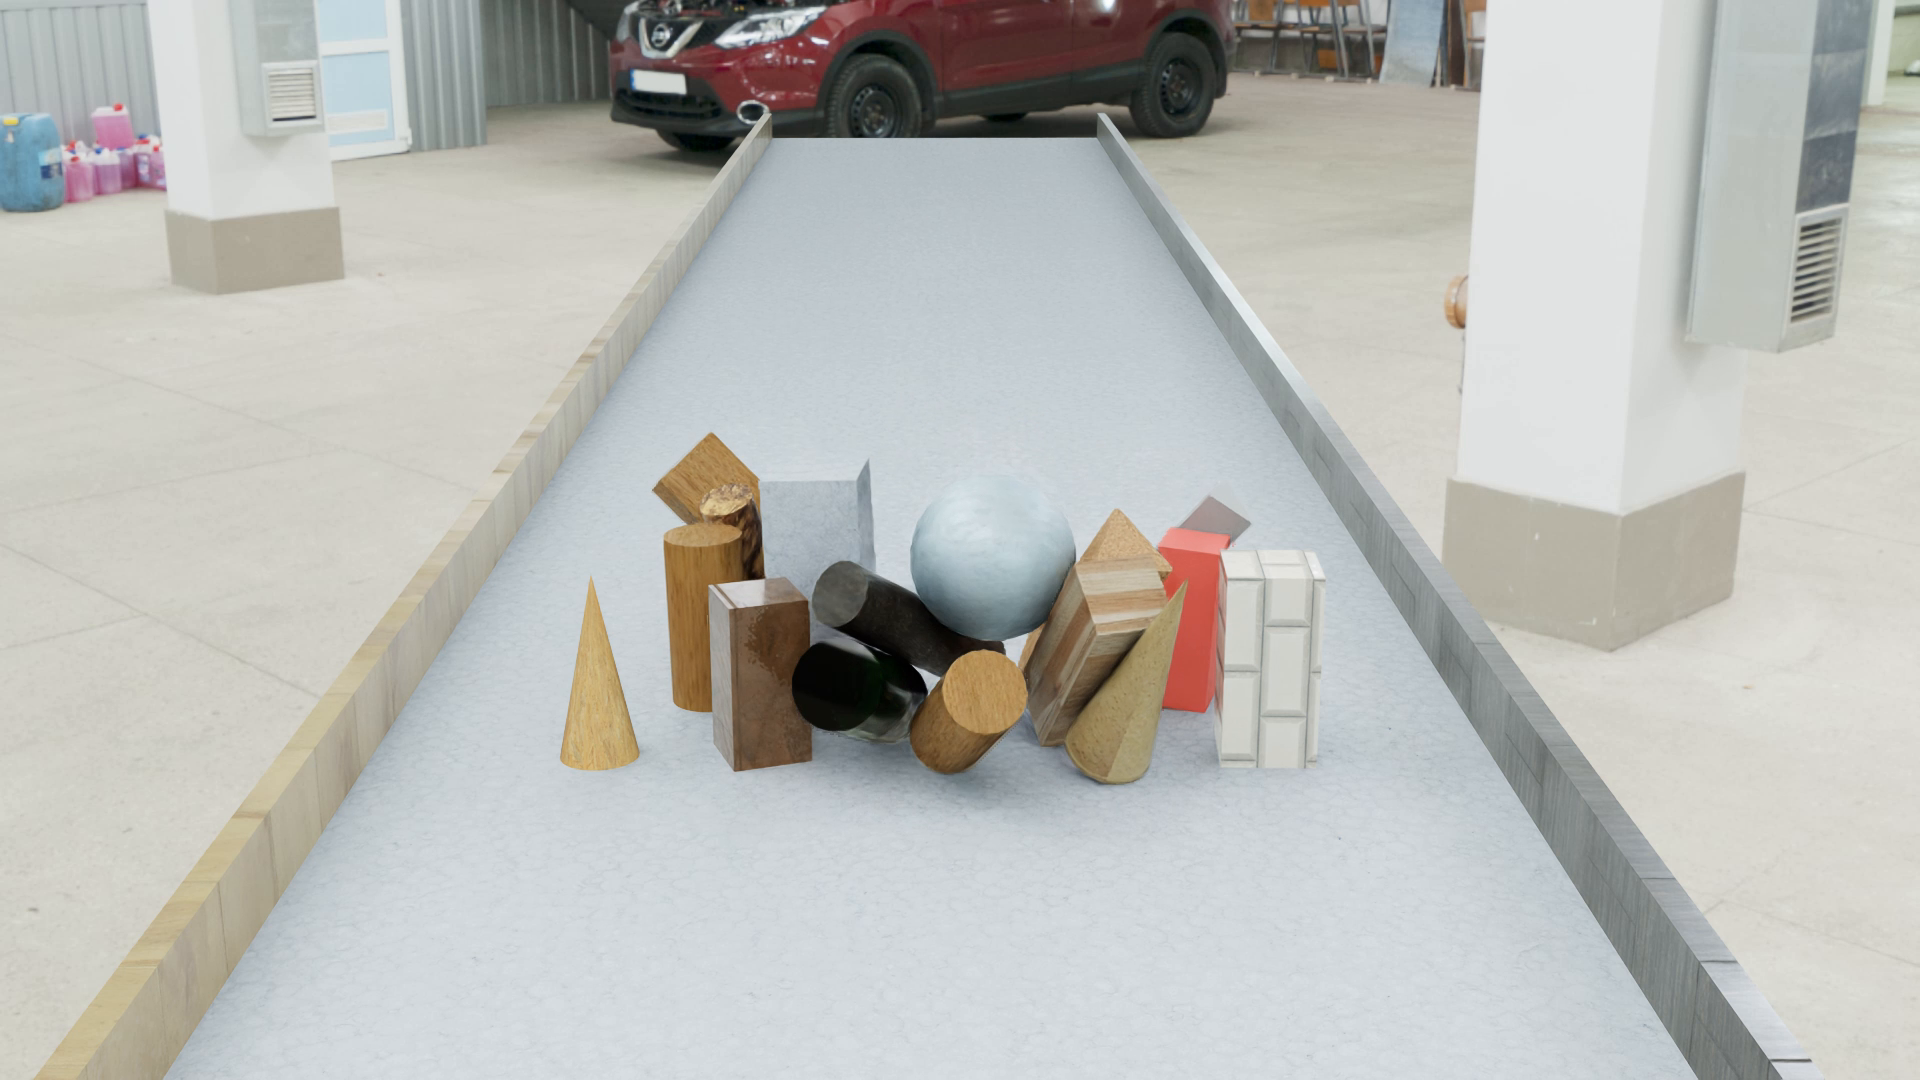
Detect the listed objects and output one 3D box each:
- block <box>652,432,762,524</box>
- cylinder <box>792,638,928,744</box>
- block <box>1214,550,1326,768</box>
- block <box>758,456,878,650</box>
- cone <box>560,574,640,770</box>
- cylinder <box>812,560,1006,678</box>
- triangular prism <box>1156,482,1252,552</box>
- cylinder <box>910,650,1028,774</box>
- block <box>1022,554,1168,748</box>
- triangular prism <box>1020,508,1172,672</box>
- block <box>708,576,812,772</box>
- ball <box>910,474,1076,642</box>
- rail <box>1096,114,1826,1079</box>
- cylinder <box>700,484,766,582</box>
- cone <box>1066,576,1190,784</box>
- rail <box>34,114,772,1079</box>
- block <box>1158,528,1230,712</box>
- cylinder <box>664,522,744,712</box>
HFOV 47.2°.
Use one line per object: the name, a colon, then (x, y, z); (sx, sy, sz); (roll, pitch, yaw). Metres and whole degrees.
block: (-0.419, -0.009, 4.484); (0.145, 0.422, 0.145); (-45, 5, -15)
cylinder: (-0.170, 0.267, 3.840); (0.158, 0.158, 0.322); (4, -8, 14)
block: (0.547, 0.210, 3.906); (0.168, 0.351, 0.168); (1, 17, 2)
block: (-0.257, 0.088, 4.116); (0.178, 0.458, 0.178); (-1, 16, 6)
cone: (-0.644, 0.222, 3.883); (0.141, 0.341, 0.141); (0, 17, 0)
cylinder: (-0.086, 0.160, 3.967); (0.119, 0.119, 0.441); (14, -10, 38)
triangular prism: (0.380, 0.060, 4.279); (0.110, 0.438, 0.095); (32, 28, -19)
cylinder: (0.010, 0.293, 3.703); (0.139, 0.139, 0.357); (-3, -15, -11)
block: (0.236, 0.199, 3.855); (0.142, 0.407, 0.142); (-7, 60, -18)
triangular prism: (0.218, 0.116, 3.997); (0.148, 0.438, 0.129); (0, 57, -22)
block: (-0.355, 0.237, 3.903); (0.143, 0.301, 0.143); (-6, 18, -20)
ball: (0.058, 0.031, 3.890); (0.295, 0.295, 0.295); (0, 17, 0)
rail: (0.932, -0.844, 7.801); (0.050, 0.150, 12.000); (0, 17, -1)
cylinder: (-0.407, 0.072, 4.308); (0.105, 0.374, 0.105); (-10, 35, 7)
cone: (0.314, 0.211, 3.691); (0.156, 0.459, 0.156); (10, 45, -10)
rail: (-1.118, -0.838, 7.780); (0.050, 0.150, 12.000); (0, 17, -1)
block: (0.429, 0.151, 4.148); (0.116, 0.316, 0.116); (8, 20, 15)
cylinder: (-0.478, 0.146, 4.156); (0.146, 0.327, 0.146); (-1, 18, 0)
